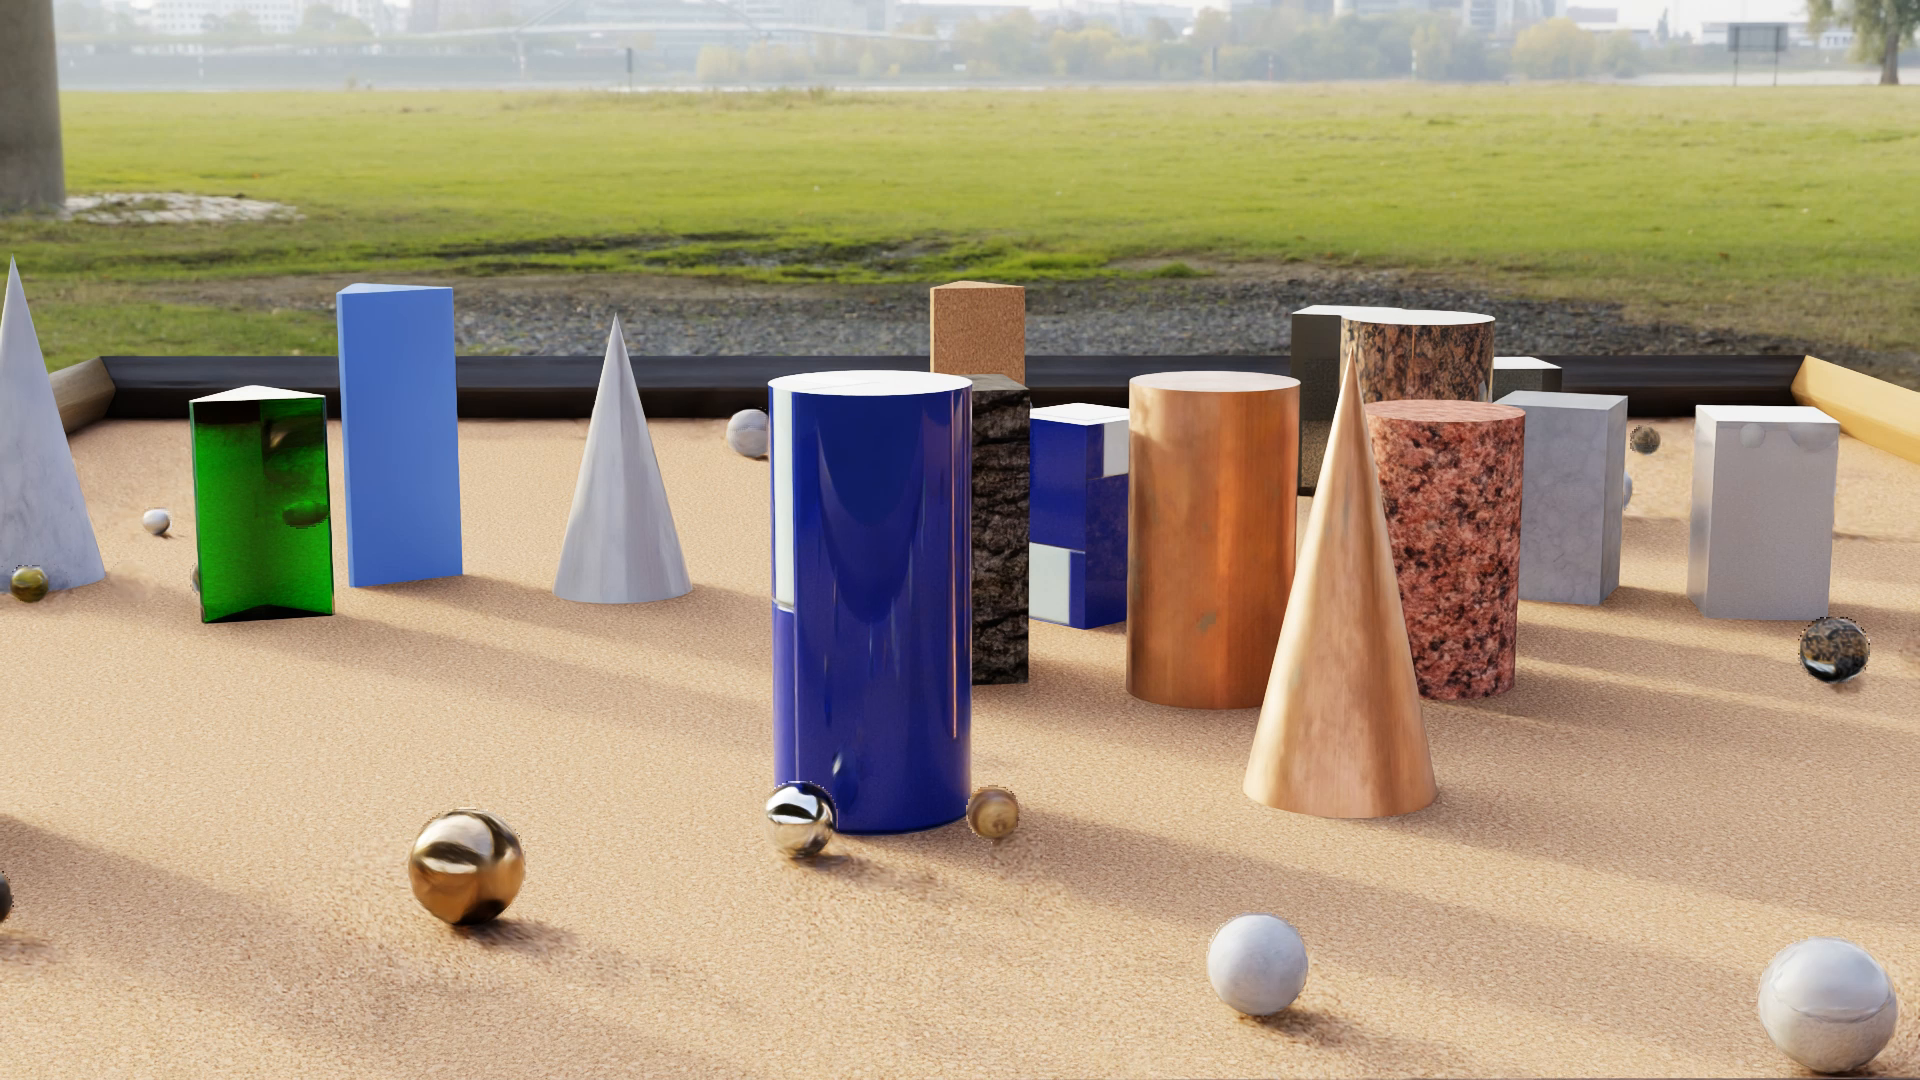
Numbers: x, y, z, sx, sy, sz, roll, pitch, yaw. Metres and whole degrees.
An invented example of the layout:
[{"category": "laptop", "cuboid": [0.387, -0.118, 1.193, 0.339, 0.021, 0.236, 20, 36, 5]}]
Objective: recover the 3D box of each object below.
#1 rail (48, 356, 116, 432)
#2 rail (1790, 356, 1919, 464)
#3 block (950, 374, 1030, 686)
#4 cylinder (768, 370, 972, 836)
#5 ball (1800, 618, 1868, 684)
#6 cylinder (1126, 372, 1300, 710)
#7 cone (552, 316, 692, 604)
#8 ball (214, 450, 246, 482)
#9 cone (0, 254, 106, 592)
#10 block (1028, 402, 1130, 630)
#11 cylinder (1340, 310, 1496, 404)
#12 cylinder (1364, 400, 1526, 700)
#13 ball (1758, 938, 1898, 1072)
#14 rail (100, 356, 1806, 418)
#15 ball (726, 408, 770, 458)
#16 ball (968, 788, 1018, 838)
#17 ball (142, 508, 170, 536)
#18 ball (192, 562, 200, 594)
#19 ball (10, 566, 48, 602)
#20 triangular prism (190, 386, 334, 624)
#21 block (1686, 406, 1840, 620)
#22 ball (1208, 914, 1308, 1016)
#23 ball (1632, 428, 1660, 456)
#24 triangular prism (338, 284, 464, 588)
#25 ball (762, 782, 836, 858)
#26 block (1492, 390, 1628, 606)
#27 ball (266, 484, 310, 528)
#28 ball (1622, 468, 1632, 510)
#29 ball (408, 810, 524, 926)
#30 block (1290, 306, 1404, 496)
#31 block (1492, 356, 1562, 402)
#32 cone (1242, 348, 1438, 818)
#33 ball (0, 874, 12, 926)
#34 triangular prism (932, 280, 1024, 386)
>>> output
[{"category": "rail", "cuboid": [-1.756, 0.035, 3.439, 0.045, 0.128, 3.881, 0, 10, 0]}, {"category": "rail", "cuboid": [1.756, 0.031, 3.459, 0.045, 0.128, 3.881, 0, 10, 0]}, {"category": "block", "cuboid": [-0.011, -0.014, 3.091, 0.157, 0.352, 0.157, -2, 11, -11]}, {"category": "cylinder", "cuboid": [-0.087, 0.057, 2.513, 0.197, 0.424, 0.197, 0, 10, 0]}, {"category": "ball", "cuboid": [1.042, 0.132, 3.057, 0.078, 0.078, 0.078, 0, 10, 0]}, {"category": "cylinder", "cuboid": [0.294, -0.004, 2.998, 0.197, 0.366, 0.197, 0, 10, 0]}, {"category": "cone", "cuboid": [-0.475, -0.123, 3.574, 0.197, 0.390, 0.197, 0, 10, 0]}, {"category": "ball", "cuboid": [-1.293, -0.133, 4.543, 0.056, 0.056, 0.056, 0, 10, 0]}, {"category": "cone", "cuboid": [-1.328, -0.174, 3.638, 0.197, 0.467, 0.197, 0, 10, 0]}, {"category": "block", "cuboid": [0.162, -0.035, 3.433, 0.157, 0.270, 0.157, 10, 15, 44]}, {"category": "cylinder", "cuboid": [0.594, -0.091, 3.365, 0.197, 0.403, 0.197, 0, 10, 0]}, {"category": "cylinder", "cuboid": [0.565, 0.008, 3.048, 0.197, 0.326, 0.197, 0, 10, 0]}, {"category": "ball", "cuboid": [0.635, 0.341, 1.879, 0.097, 0.097, 0.097, 0, 10, 0]}, {"category": "rail", "cuboid": [-0.011, -0.316, 5.334, 3.559, 0.128, 0.045, 0, 10, 0]}, {"category": "ball", "cuboid": [-0.392, -0.202, 4.822, 0.091, 0.091, 0.091, 0, 10, 0]}, {"category": "ball", "cuboid": [0.032, 0.261, 2.446, 0.048, 0.048, 0.048, 0, 10, 0]}, {"category": "ball", "cuboid": [-1.259, -0.029, 4.022, 0.042, 0.042, 0.042, 0, 10, 0]}, {"category": "ball", "cuboid": [-1.031, 0.053, 3.541, 0.057, 0.057, 0.057, 0, 10, 0]}, {"category": "ball", "cuboid": [-1.275, 0.061, 3.516, 0.050, 0.050, 0.050, 0, 10, 0]}, {"category": "triangular prism", "cuboid": [-0.942, -0.053, 3.456, 0.170, 0.295, 0.147, -3, 11, -18]}, {"category": "block", "cuboid": [1.081, -0.039, 3.463, 0.157, 0.265, 0.157, 1, 11, 6]}, {"category": "ball", "cuboid": [0.231, 0.330, 1.991, 0.077, 0.077, 0.077, 0, 10, 0]}, {"category": "ball", "cuboid": [1.296, -0.186, 4.845, 0.052, 0.052, 0.052, 0, 10, 0]}, {"category": "triangular prism", "cuboid": [-0.831, -0.157, 3.691, 0.170, 0.414, 0.147, -7, 13, -34]}, {"category": "ball", "cuboid": [-0.150, 0.261, 2.386, 0.069, 0.069, 0.069, 0, 10, 0]}, {"category": "block", "cuboid": [0.831, -0.062, 3.576, 0.157, 0.269, 0.157, 5, 11, 23]}, {"category": "ball", "cuboid": [-1.070, -0.054, 4.086, 0.069, 0.069, 0.069, 0, 10, 0]}, {"category": "ball", "cuboid": [1.042, -0.084, 4.166, 0.097, 0.097, 0.097, 0, 10, 0]}, {"category": "ball", "cuboid": [-0.423, 0.280, 2.199, 0.098, 0.098, 0.098, 0, 10, 0]}, {"category": "block", "cuboid": [0.663, -0.238, 4.413, 0.157, 0.312, 0.157, 4, 11, 21]}, {"category": "block", "cuboid": [0.864, -0.159, 4.138, 0.157, 0.255, 0.157, -1, 11, -6]}, {"category": "cone", "cuboid": [0.386, 0.030, 2.568, 0.197, 0.456, 0.197, 0, 10, 0]}, {"category": "ball", "cuboid": [-0.834, 0.304, 2.165, 0.064, 0.064, 0.064, 0, 10, 0]}, {"category": "triangular prism", "cuboid": [0.019, -0.301, 4.695, 0.170, 0.333, 0.147, -2, 11, -10]}]
